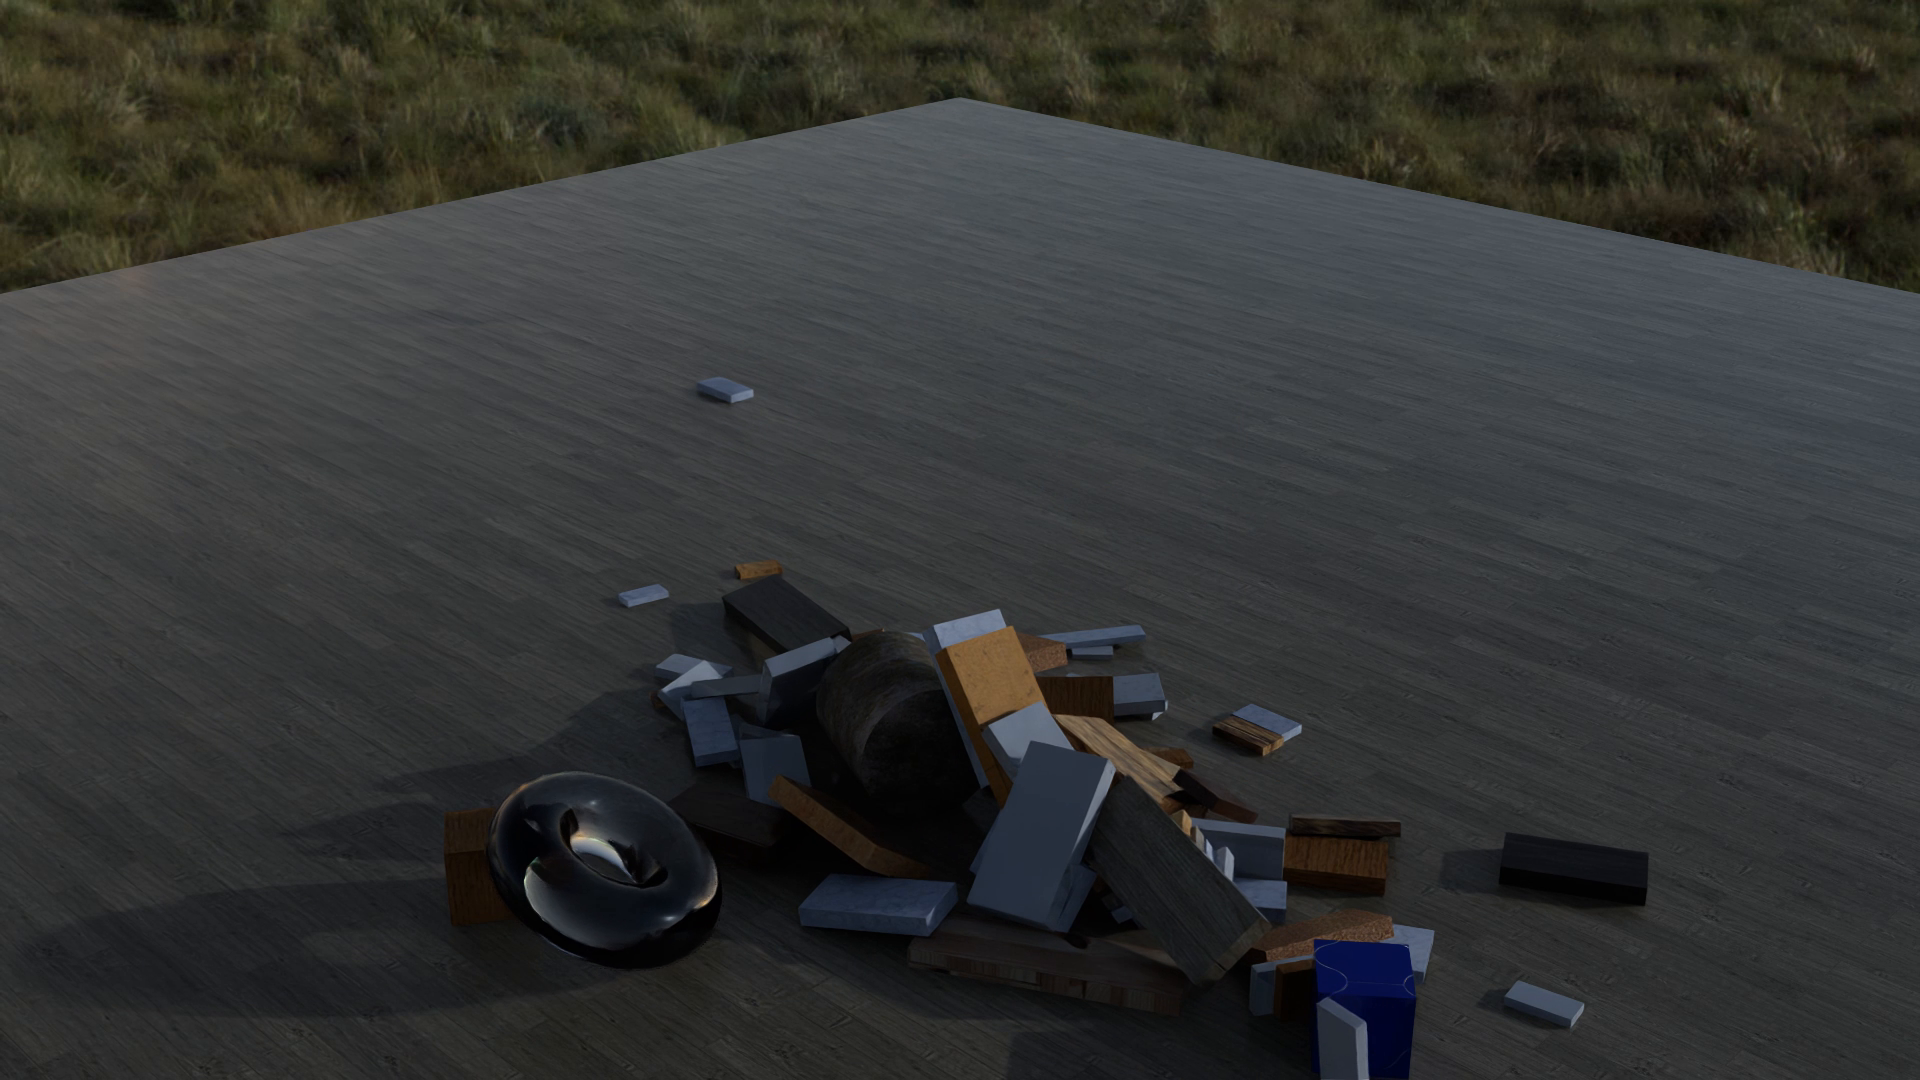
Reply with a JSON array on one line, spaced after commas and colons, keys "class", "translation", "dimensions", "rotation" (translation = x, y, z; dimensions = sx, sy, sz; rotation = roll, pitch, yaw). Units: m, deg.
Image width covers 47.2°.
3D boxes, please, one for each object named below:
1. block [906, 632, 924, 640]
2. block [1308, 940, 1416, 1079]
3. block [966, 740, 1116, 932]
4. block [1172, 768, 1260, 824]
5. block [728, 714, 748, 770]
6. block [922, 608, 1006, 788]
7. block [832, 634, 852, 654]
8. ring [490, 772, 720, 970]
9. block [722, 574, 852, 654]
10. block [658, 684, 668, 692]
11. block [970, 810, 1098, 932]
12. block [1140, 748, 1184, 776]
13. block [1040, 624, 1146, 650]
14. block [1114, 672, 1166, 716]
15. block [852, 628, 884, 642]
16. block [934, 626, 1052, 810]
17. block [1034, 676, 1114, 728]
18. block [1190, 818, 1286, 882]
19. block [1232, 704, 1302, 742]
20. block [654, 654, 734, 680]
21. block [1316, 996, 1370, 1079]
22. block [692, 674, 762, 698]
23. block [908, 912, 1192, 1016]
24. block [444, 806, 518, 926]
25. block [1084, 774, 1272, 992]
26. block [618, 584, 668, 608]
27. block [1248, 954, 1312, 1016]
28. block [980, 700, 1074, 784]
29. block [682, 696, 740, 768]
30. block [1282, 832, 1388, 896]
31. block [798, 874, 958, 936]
[{"class": "block", "translation": [-0.136, 0.264, 4.957], "dimensions": [0.095, 0.027, 0.191], "rotation": [3, 26, 7]}, {"class": "block", "translation": [0.674, 0.788, 3.701], "dimensions": [0.159, 0.159, 0.159], "rotation": [2, 23, 6]}, {"class": "block", "translation": [0.151, 0.544, 4.061], "dimensions": [0.166, 0.047, 0.331], "rotation": [11, 66, 30]}, {"class": "block", "translation": [0.507, 0.510, 4.348], "dimensions": [0.104, 0.029, 0.208], "rotation": [37, 5, 33]}, {"class": "block", "translation": [-0.480, 0.430, 4.713], "dimensions": [0.091, 0.026, 0.183], "rotation": [-13, 26, -27]}, {"class": "block", "translation": [0.060, 0.312, 4.354], "dimensions": [0.165, 0.330, 0.047], "rotation": [-13, -15, -35]}, {"class": "block", "translation": [-0.271, 0.286, 4.876], "dimensions": [0.128, 0.036, 0.256], "rotation": [-27, 22, -16]}, {"class": "ring", "translation": [-0.644, 0.596, 3.999], "dimensions": [0.448, 0.149, 0.448], "rotation": [25, 25, -12]}, {"class": "block", "translation": [-0.411, 0.187, 5.180], "dimensions": [0.148, 0.042, 0.438], "rotation": [-23, 25, -20]}, {"class": "block", "translation": [-0.620, 0.330, 4.924], "dimensions": [0.056, 0.016, 0.112], "rotation": [13, 26, 27]}, {"class": "block", "translation": [0.136, 0.622, 4.128], "dimensions": [0.037, 0.132, 0.265], "rotation": [27, 2, -41]}, {"class": "block", "translation": [0.402, 0.465, 4.516], "dimensions": [0.117, 0.017, 0.059], "rotation": [25, 23, -5]}, {"class": "block", "translation": [0.060, 0.255, 5.116], "dimensions": [0.757, 0.016, 0.056], "rotation": [-6, 24, -10]}, {"class": "block", "translation": [0.335, 0.346, 4.857], "dimensions": [0.222, 0.031, 0.111], "rotation": [-5, 28, -2]}, {"class": "block", "translation": [-0.230, 0.264, 4.986], "dimensions": [0.095, 0.027, 0.191], "rotation": [-14, 21, 14]}, {"class": "block", "translation": [0.092, 0.348, 4.295], "dimensions": [0.165, 0.334, 0.047], "rotation": [-16, -13, -34]}, {"class": "block", "translation": [0.222, 0.354, 4.784], "dimensions": [0.222, 0.111, 0.031], "rotation": [0, -8, -1]}, {"class": "block", "translation": [0.478, 0.600, 4.174], "dimensions": [0.269, 0.135, 0.038], "rotation": [5, 24, 12]}, {"class": "block", "translation": [0.667, 0.399, 4.795], "dimensions": [0.070, 0.020, 0.140], "rotation": [-21, 31, -40]}, {"class": "block", "translation": [-0.607, 0.301, 5.023], "dimensions": [0.161, 0.023, 0.081], "rotation": [11, 25, 25]}, {"class": "block", "translation": [0.623, 0.834, 3.571], "dimensions": [0.024, 0.173, 0.086], "rotation": [-25, 33, -29]}, {"class": "block", "translation": [-0.452, 0.317, 4.806], "dimensions": [0.256, 0.036, 0.128], "rotation": [-8, -7, 40]}, {"class": "block", "translation": [0.164, 0.754, 3.935], "dimensions": [0.499, 0.039, 0.136], "rotation": [7, 24, 16]}, {"class": "block", "translation": [-0.883, 0.609, 4.129], "dimensions": [0.154, 0.154, 0.154], "rotation": [-5, 23, -11]}, {"class": "block", "translation": [0.370, 0.612, 3.962], "dimensions": [0.166, 0.047, 0.428], "rotation": [-45, 44, 1]}, {"class": "block", "translation": [-0.780, 0.136, 5.419], "dimensions": [0.110, 0.016, 0.055], "rotation": [-15, 27, -31]}, {"class": "block", "translation": [0.592, 0.770, 3.831], "dimensions": [0.178, 0.089, 0.025], "rotation": [-7, 24, -16]}, {"class": "block", "translation": [0.172, 0.450, 4.208], "dimensions": [0.136, 0.039, 0.273], "rotation": [-22, 69, -34]}, {"class": "block", "translation": [-0.534, 0.407, 4.702], "dimensions": [0.091, 0.026, 0.241], "rotation": [-9, 26, -10]}, {"class": "block", "translation": [0.639, 0.617, 4.258], "dimensions": [0.368, 0.038, 0.135], "rotation": [5, 23, 12]}, {"class": "block", "translation": [-0.151, 0.673, 4.068], "dimensions": [0.265, 0.037, 0.132], "rotation": [0, 21, 26]}]
